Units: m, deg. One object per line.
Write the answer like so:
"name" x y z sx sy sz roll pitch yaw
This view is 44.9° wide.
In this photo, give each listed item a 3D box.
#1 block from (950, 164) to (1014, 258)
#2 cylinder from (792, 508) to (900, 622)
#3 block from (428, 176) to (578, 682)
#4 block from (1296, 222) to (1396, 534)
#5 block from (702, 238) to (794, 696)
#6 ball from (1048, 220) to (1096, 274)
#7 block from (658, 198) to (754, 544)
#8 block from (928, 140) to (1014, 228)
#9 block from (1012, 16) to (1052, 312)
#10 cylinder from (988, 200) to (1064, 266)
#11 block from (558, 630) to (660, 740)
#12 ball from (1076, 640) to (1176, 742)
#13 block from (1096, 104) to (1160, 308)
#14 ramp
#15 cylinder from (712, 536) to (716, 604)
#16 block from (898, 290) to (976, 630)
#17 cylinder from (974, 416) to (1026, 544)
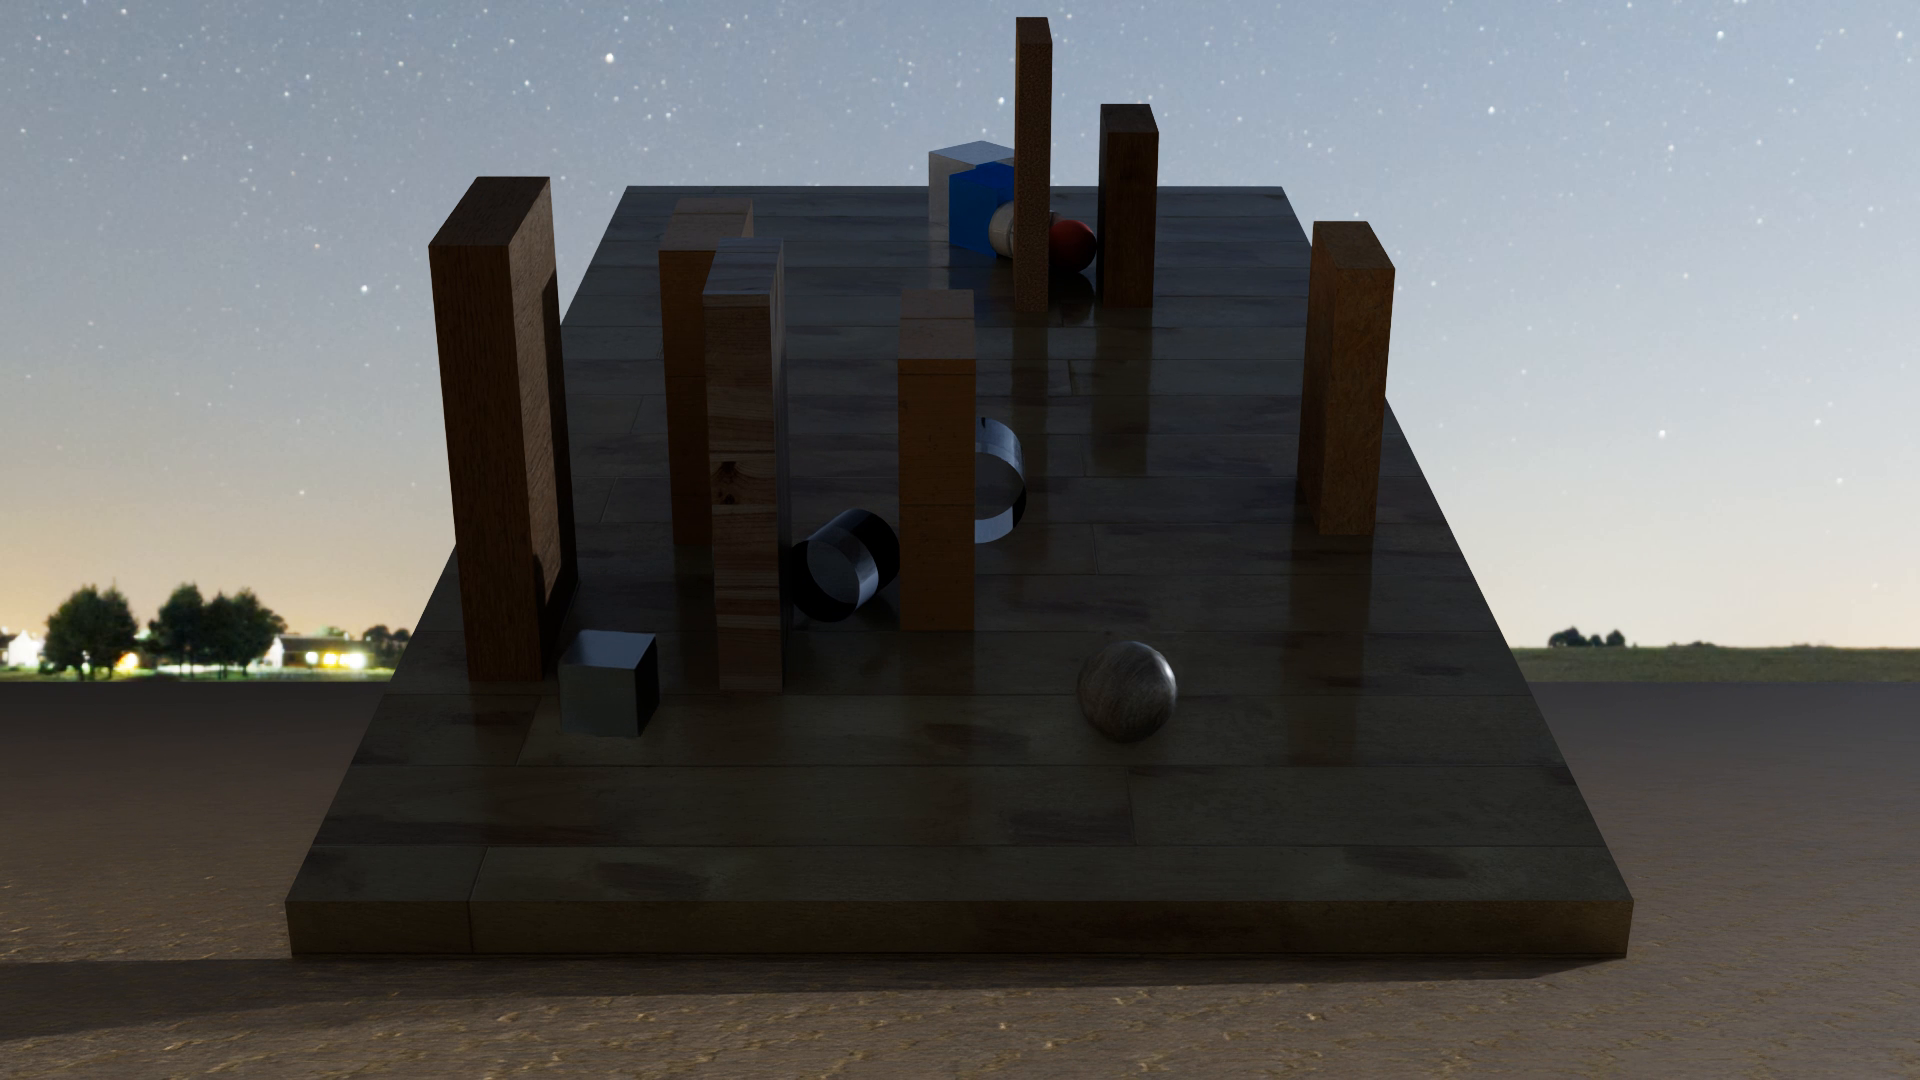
"block" 0.108 -0.923 6.502 0.195 0.195 0.195 -20 31 -38
"cylinder" -0.220 0.047 4.345 0.164 0.164 0.164 -2 20 29
"block" -0.799 -0.201 4.124 0.130 0.794 0.429 0 24 0
"block" 0.779 -0.332 4.721 0.111 0.557 0.327 0 24 0
"block" -0.363 -0.128 4.040 0.109 0.729 0.323 0 24 0
"ball" 0.297 -0.791 6.268 0.144 0.144 0.144 0 -3 0
"block" -0.496 -0.343 4.677 0.149 0.608 0.368 0 24 0
"block" 0.054 -1.017 6.702 0.205 0.205 0.205 -19 30 -37
"block" 0.186 -0.971 6.001 0.082 0.689 0.330 0 24 0
"cylinder" 0.187 -0.838 6.360 0.156 0.156 0.156 3 15 -46
"block" -0.594 0.244 3.937 0.132 0.132 0.132 4 24 8
"ball" 0.278 0.252 3.879 0.168 0.168 0.168 0 -3 0
"block" 0.434 -0.875 6.067 0.129 0.460 0.310 0 24 0
"ramp" -0.008 -0.228 5.294 2.000 0.100 4.000 0 24 0
"cylinder" -0.399 0.055 4.368 0.129 0.129 0.129 0 24 0
"block" -0.042 -0.155 4.351 0.136 0.529 0.398 0 24 0
"cylinder" 0.034 -0.123 4.690 0.196 0.196 0.196 0 24 0
